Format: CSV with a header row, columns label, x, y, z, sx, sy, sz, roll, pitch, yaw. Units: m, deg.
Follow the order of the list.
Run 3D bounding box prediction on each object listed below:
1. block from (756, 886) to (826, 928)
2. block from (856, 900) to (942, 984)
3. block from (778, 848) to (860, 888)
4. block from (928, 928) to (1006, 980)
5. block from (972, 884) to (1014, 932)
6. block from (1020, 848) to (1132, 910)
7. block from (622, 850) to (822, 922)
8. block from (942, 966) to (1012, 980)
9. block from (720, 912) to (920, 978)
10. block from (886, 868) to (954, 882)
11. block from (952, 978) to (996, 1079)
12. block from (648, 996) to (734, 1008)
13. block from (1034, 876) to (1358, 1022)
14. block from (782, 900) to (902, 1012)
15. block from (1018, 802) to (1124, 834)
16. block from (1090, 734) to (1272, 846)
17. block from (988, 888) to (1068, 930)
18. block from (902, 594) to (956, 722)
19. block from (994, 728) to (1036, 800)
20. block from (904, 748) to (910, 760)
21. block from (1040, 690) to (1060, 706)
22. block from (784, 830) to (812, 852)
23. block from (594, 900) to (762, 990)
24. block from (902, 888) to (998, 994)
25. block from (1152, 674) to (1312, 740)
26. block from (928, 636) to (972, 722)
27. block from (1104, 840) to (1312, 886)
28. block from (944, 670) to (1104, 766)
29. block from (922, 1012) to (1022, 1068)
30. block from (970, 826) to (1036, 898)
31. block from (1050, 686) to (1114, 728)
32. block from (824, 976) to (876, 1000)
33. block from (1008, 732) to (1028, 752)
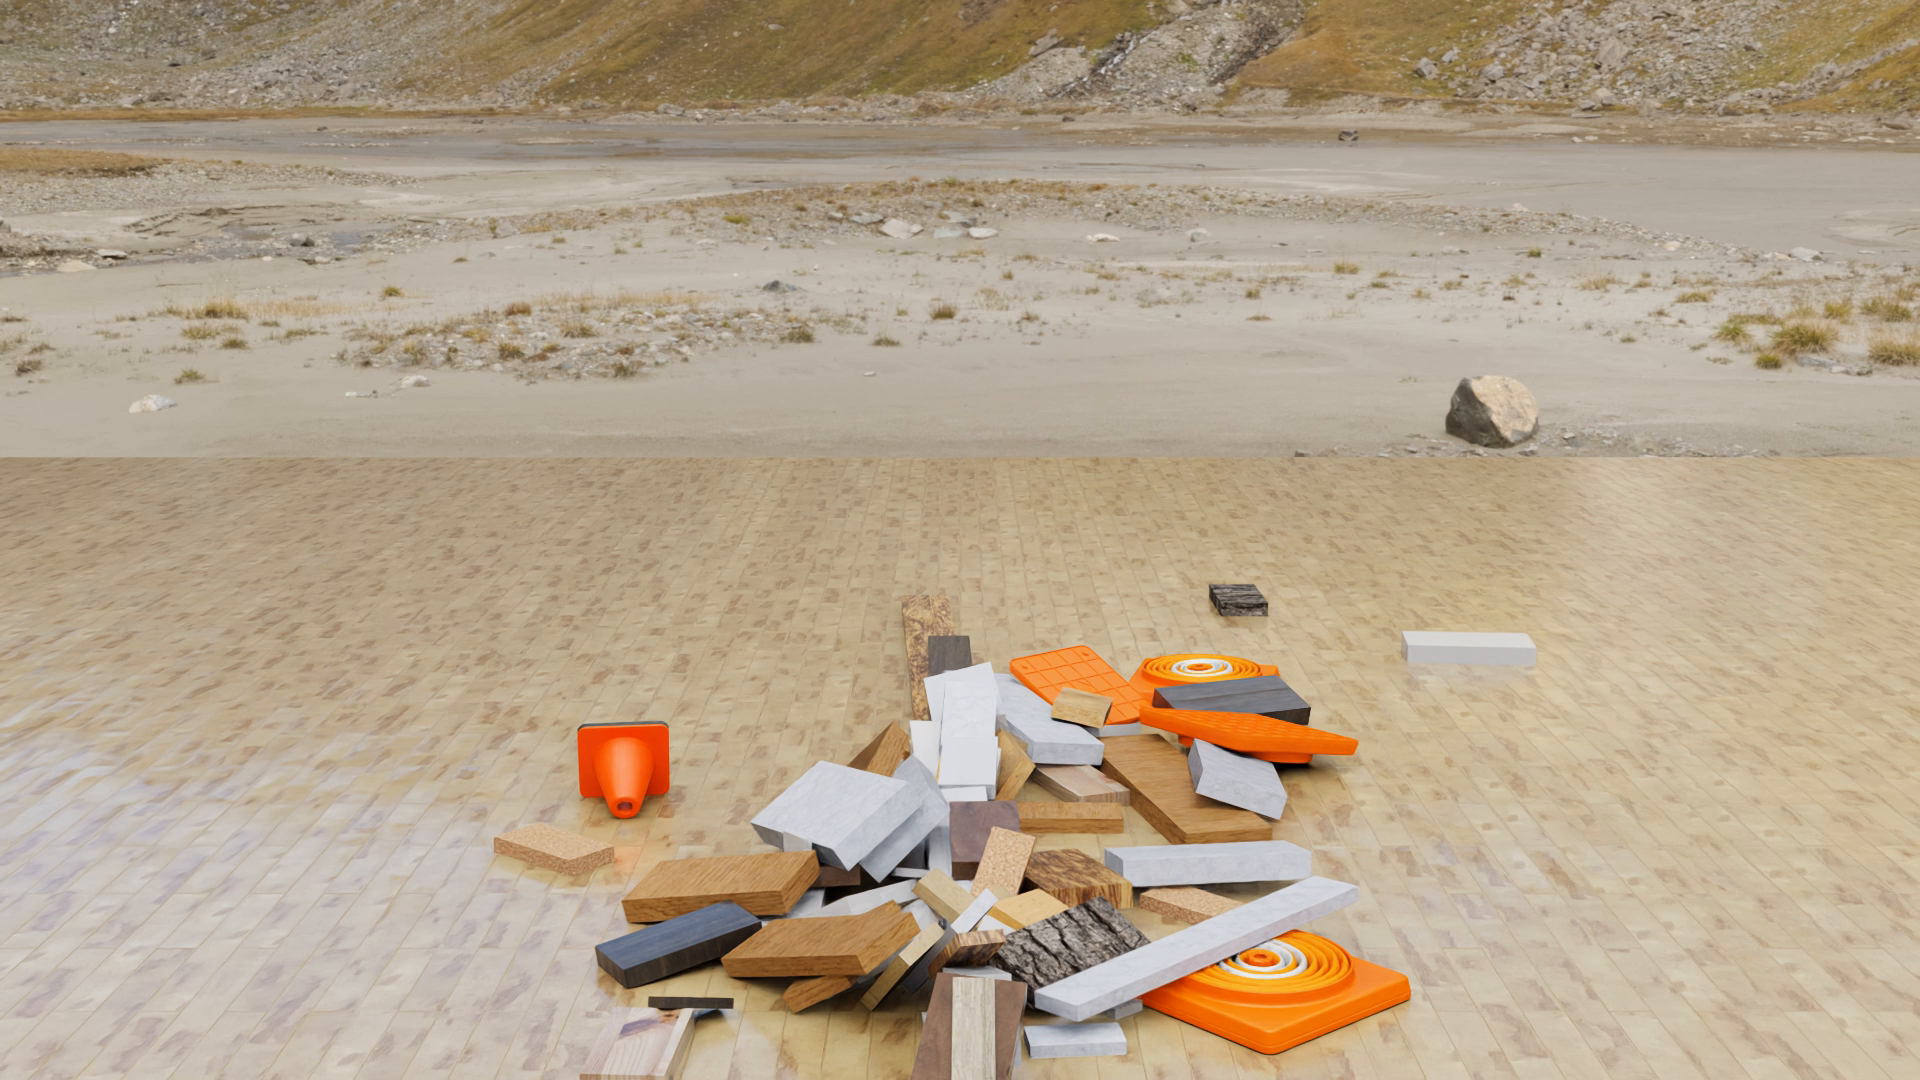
label,x,y,z,sx,sy,sz,roll,pitch,yaw
block,-0.278,0.601,3.521,0.113,0.032,0.225,0,11,1
block,-0.090,0.599,3.338,0.109,0.031,0.239,-31,1,12
block,-0.239,0.545,3.712,0.114,0.032,0.257,-2,2,-9
block,0.008,0.579,3.071,0.067,0.019,0.144,-2,-28,-21
block,0.069,0.587,3.353,0.081,0.023,0.162,33,19,3
block,0.168,0.561,3.621,0.143,0.041,0.286,-3,4,-15
block,-0.384,0.558,3.539,0.286,0.041,0.143,-7,16,22
block,0.023,0.599,3.010,0.067,0.019,0.134,0,-6,-12
block,-0.207,0.591,3.204,0.112,0.032,0.350,-32,11,-38
block,-0.075,0.548,3.587,0.049,0.014,0.285,18,-12,-14
block,0.017,0.637,2.795,0.054,0.015,0.224,1,30,0
block,-0.384,0.661,3.142,0.109,0.015,0.054,7,-13,-28
block,0.361,0.595,3.243,0.617,0.024,0.085,-12,13,-41
block,-0.170,0.611,3.236,0.109,0.031,0.219,-29,6,25
block,0.198,0.509,4.029,0.197,0.028,0.099,0,11,1
block,0.400,0.476,4.162,0.159,0.045,0.634,-2,11,-13
block,0.109,0.571,3.363,0.072,0.020,0.144,29,16,28
block,-0.061,0.293,5.174,0.123,0.035,1.416,-1,11,-3
block,0.079,0.438,4.199,0.030,0.107,0.214,33,3,-15
block,-0.040,0.434,4.290,0.081,0.023,0.163,-5,12,-26
block,0.180,0.373,4.744,0.246,0.035,0.123,-10,15,-44
block,-0.267,0.508,3.615,0.014,0.049,0.097,-2,2,-24
block,-0.428,0.615,3.355,0.229,0.032,0.114,-16,17,-28
block,-0.016,0.578,3.157,0.081,0.023,0.256,-42,-10,-32
block,0.581,0.356,4.710,0.301,0.043,0.151,-4,26,-23
block,-0.018,0.326,4.826,0.099,0.028,0.909,0,11,-1
block,0.415,0.545,3.706,0.318,0.045,0.159,-1,-1,-7
block,0.122,0.361,4.512,0.151,0.043,0.501,5,11,-22
block,0.013,0.674,2.973,0.120,0.034,0.240,-1,-3,-3
block,0.067,0.529,3.515,0.072,0.020,0.144,13,48,10
block,0.252,0.344,4.522,0.107,0.030,0.214,13,6,7
block,-0.179,0.657,3.269,0.097,0.014,0.049,-10,14,-42
block,0.085,0.420,4.353,0.023,0.081,0.163,10,6,-23
